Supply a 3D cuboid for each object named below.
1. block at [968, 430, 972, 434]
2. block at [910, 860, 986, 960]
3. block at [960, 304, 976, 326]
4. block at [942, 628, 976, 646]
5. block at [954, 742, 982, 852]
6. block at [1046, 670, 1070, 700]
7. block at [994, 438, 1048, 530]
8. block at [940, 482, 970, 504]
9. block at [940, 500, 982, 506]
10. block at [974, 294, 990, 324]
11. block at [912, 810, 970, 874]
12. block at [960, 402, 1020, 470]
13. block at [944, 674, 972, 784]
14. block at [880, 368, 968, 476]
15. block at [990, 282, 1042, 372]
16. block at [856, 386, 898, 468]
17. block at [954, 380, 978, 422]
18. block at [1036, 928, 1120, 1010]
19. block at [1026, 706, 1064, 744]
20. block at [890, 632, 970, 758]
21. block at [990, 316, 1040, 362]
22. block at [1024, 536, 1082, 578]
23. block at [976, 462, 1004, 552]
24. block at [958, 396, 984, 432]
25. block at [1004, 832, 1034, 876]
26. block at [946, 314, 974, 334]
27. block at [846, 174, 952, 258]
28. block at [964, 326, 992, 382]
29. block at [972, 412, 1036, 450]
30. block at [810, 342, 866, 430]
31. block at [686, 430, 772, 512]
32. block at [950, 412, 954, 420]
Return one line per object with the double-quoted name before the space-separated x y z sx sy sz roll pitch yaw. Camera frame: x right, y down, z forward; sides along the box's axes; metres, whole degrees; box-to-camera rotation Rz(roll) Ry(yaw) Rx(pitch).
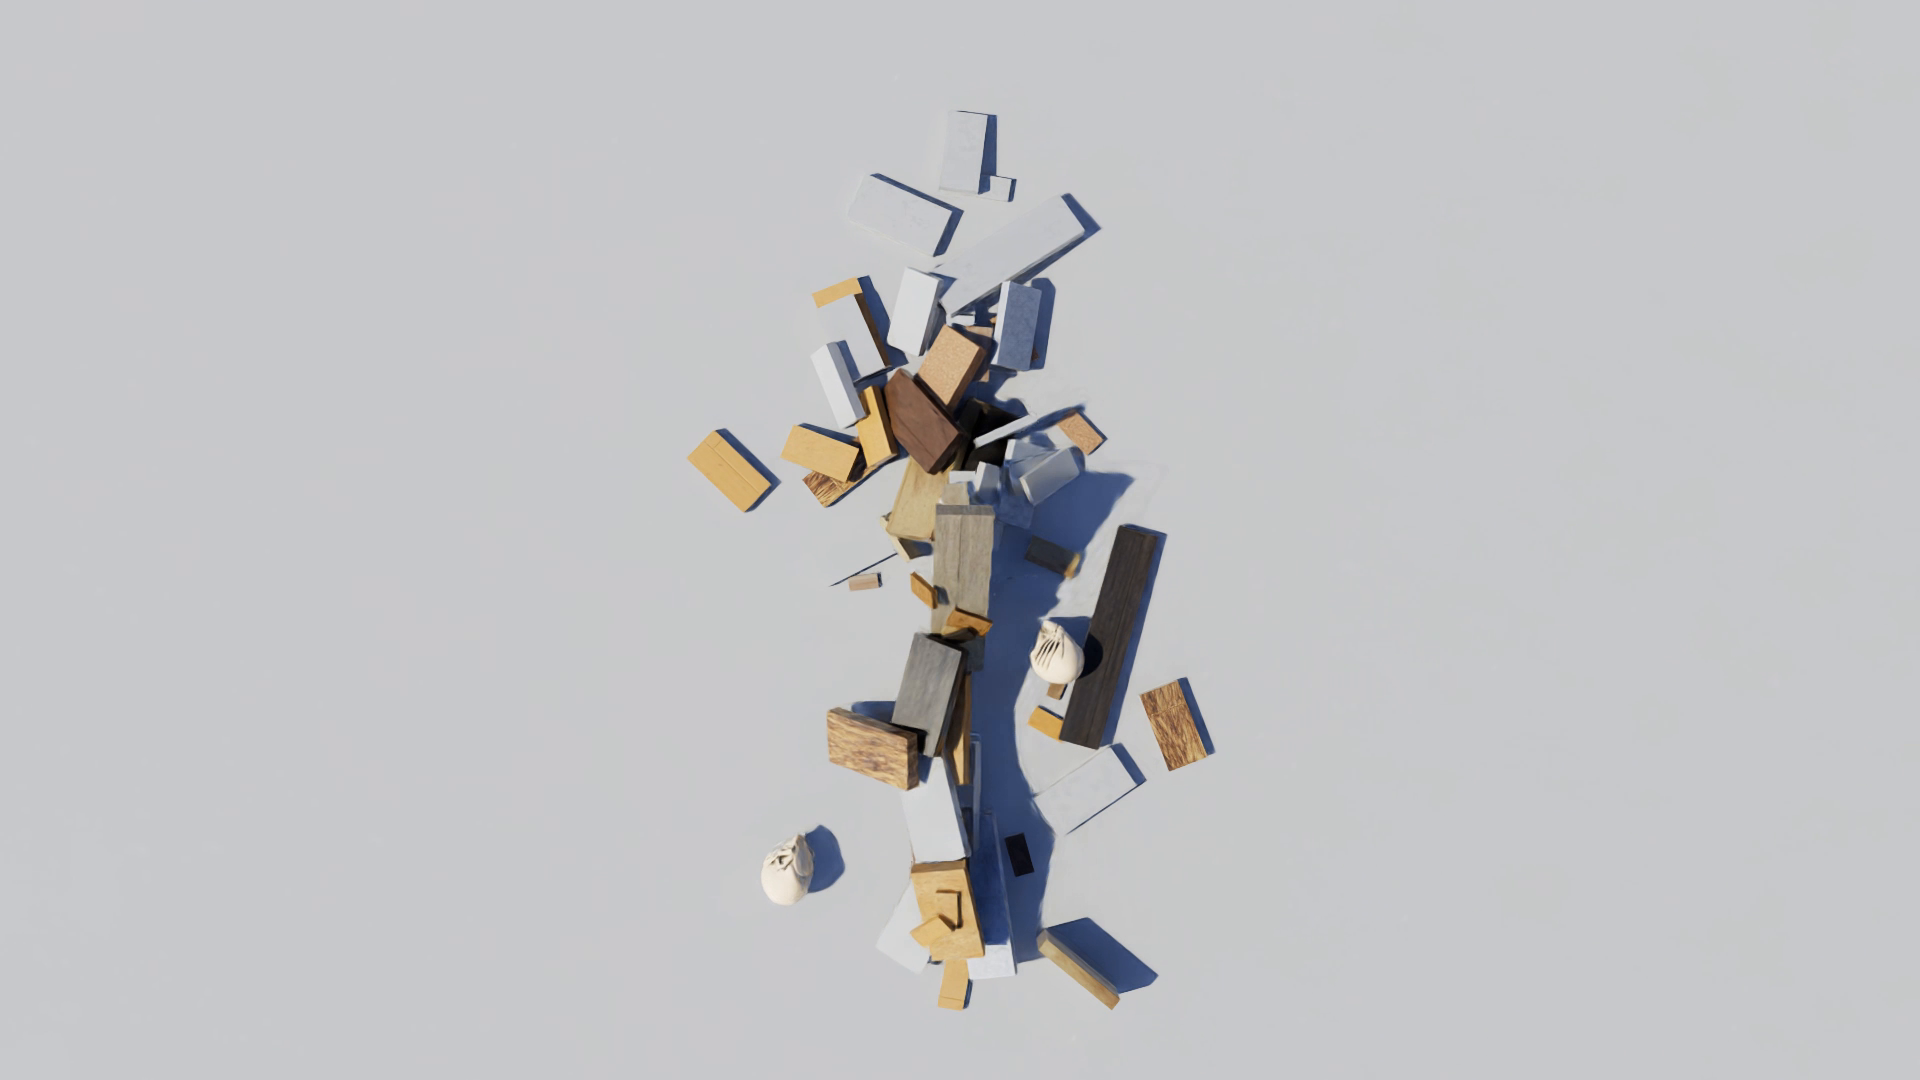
"block" 0.024 -0.293 5.473 0.067 0.019 0.135 -21 105 1
"block" -0.036 1.187 5.273 0.173 0.049 0.346 -7 114 11
"block" 0.002 -0.793 5.464 0.092 0.026 0.184 -4 93 1
"block" -0.003 0.311 5.273 0.098 0.014 0.049 -20 135 28
"block" -0.024 0.836 5.416 0.177 0.050 0.354 2 91 25
"block" 0.325 0.483 5.493 0.046 0.013 0.093 22 90 0
"block" 0.195 -0.185 5.444 0.137 0.039 0.275 13 90 -35
"block" -0.010 -0.095 5.211 0.084 0.024 0.168 -7 91 0
"block" 0.002 0.005 5.268 0.135 0.038 0.269 1 91 0
"block" 0.049 -0.800 5.489 0.074 0.021 0.148 23 90 0
"block" -0.061 1.051 5.387 0.177 0.050 0.354 2 104 25
"block" 0.090 -0.300 5.445 0.137 0.039 0.275 22 90 -35
"block" -0.057 0.618 5.382 0.177 0.050 0.354 -3 81 25
"block" -0.139 -0.387 5.369 0.171 0.049 0.343 -51 59 17
"block" 0.183 -0.700 5.418 0.136 0.039 0.272 9 90 -36
"block" -0.285 -0.373 5.425 0.120 0.034 0.239 -27 75 42
"block" 0.013 -0.480 5.460 0.088 0.025 0.176 0 109 0
"block" 0.387 1.410 5.423 0.309 0.154 0.044 39 90 0
"block" 0.296 0.615 5.491 0.132 0.019 0.066 29 90 0
"block" -0.104 0.496 5.280 0.179 0.051 0.358 20 100 26
"block" 0.181 -0.670 5.487 0.092 0.026 0.184 -26 90 0
"block" 0.308 0.057 5.488 0.172 0.024 0.086 23 90 0
"block" 0.094 -0.109 5.441 0.137 0.039 0.275 14 92 -35
"block" 0.036 -0.401 5.463 0.067 0.019 0.135 22 109 -8
"block" 0.197 1.047 5.491 0.067 0.019 0.133 -16 90 0
"block" -0.001 -0.654 5.456 0.092 0.026 0.184 2 108 -1
"block" -0.203 -1.078 5.478 0.315 0.045 0.158 24 90 0
"block" 0.055 -0.610 5.408 0.088 0.025 0.176 5 88 -3
"block" 0.143 -0.351 5.349 0.206 0.103 0.029 -24 89 -7
"block" -0.402 -0.508 5.433 0.038 0.133 0.266 -22 90 -30
"block" -0.767 -0.228 5.481 0.262 0.037 0.131 44 90 0
"block" -0.054 -0.464 5.466 0.019 0.068 0.135 -7 90 -33
